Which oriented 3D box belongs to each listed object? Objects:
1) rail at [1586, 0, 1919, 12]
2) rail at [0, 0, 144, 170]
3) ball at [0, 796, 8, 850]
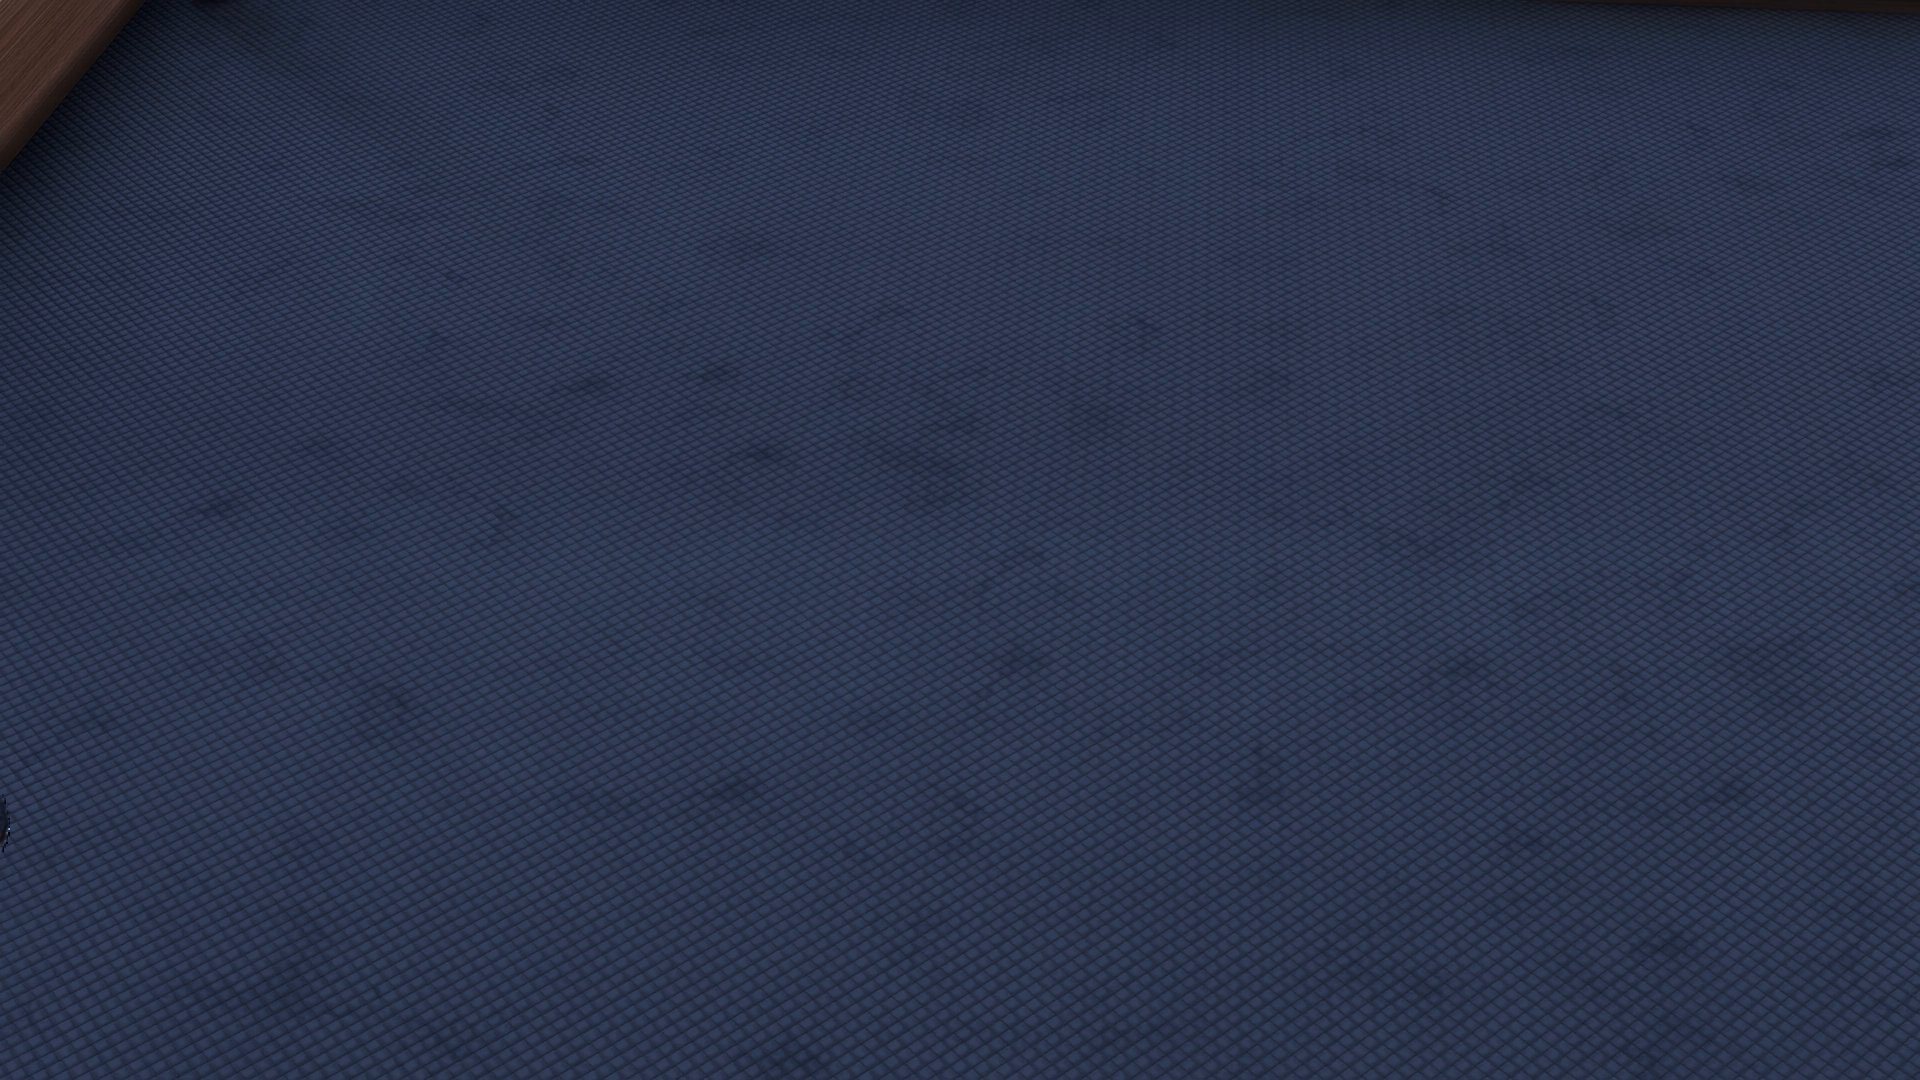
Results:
[{"bbox_3d":[0.979,-0.559,2.480,3.587,0.128,0.045,3,36,4],"label":"rail"},{"bbox_3d":[-0.870,-0.074,1.803,0.045,0.128,2.026,3,36,4],"label":"rail"},{"bbox_3d":[-0.600,0.168,1.516,0.070,0.070,0.070,0,36,0],"label":"ball"}]
